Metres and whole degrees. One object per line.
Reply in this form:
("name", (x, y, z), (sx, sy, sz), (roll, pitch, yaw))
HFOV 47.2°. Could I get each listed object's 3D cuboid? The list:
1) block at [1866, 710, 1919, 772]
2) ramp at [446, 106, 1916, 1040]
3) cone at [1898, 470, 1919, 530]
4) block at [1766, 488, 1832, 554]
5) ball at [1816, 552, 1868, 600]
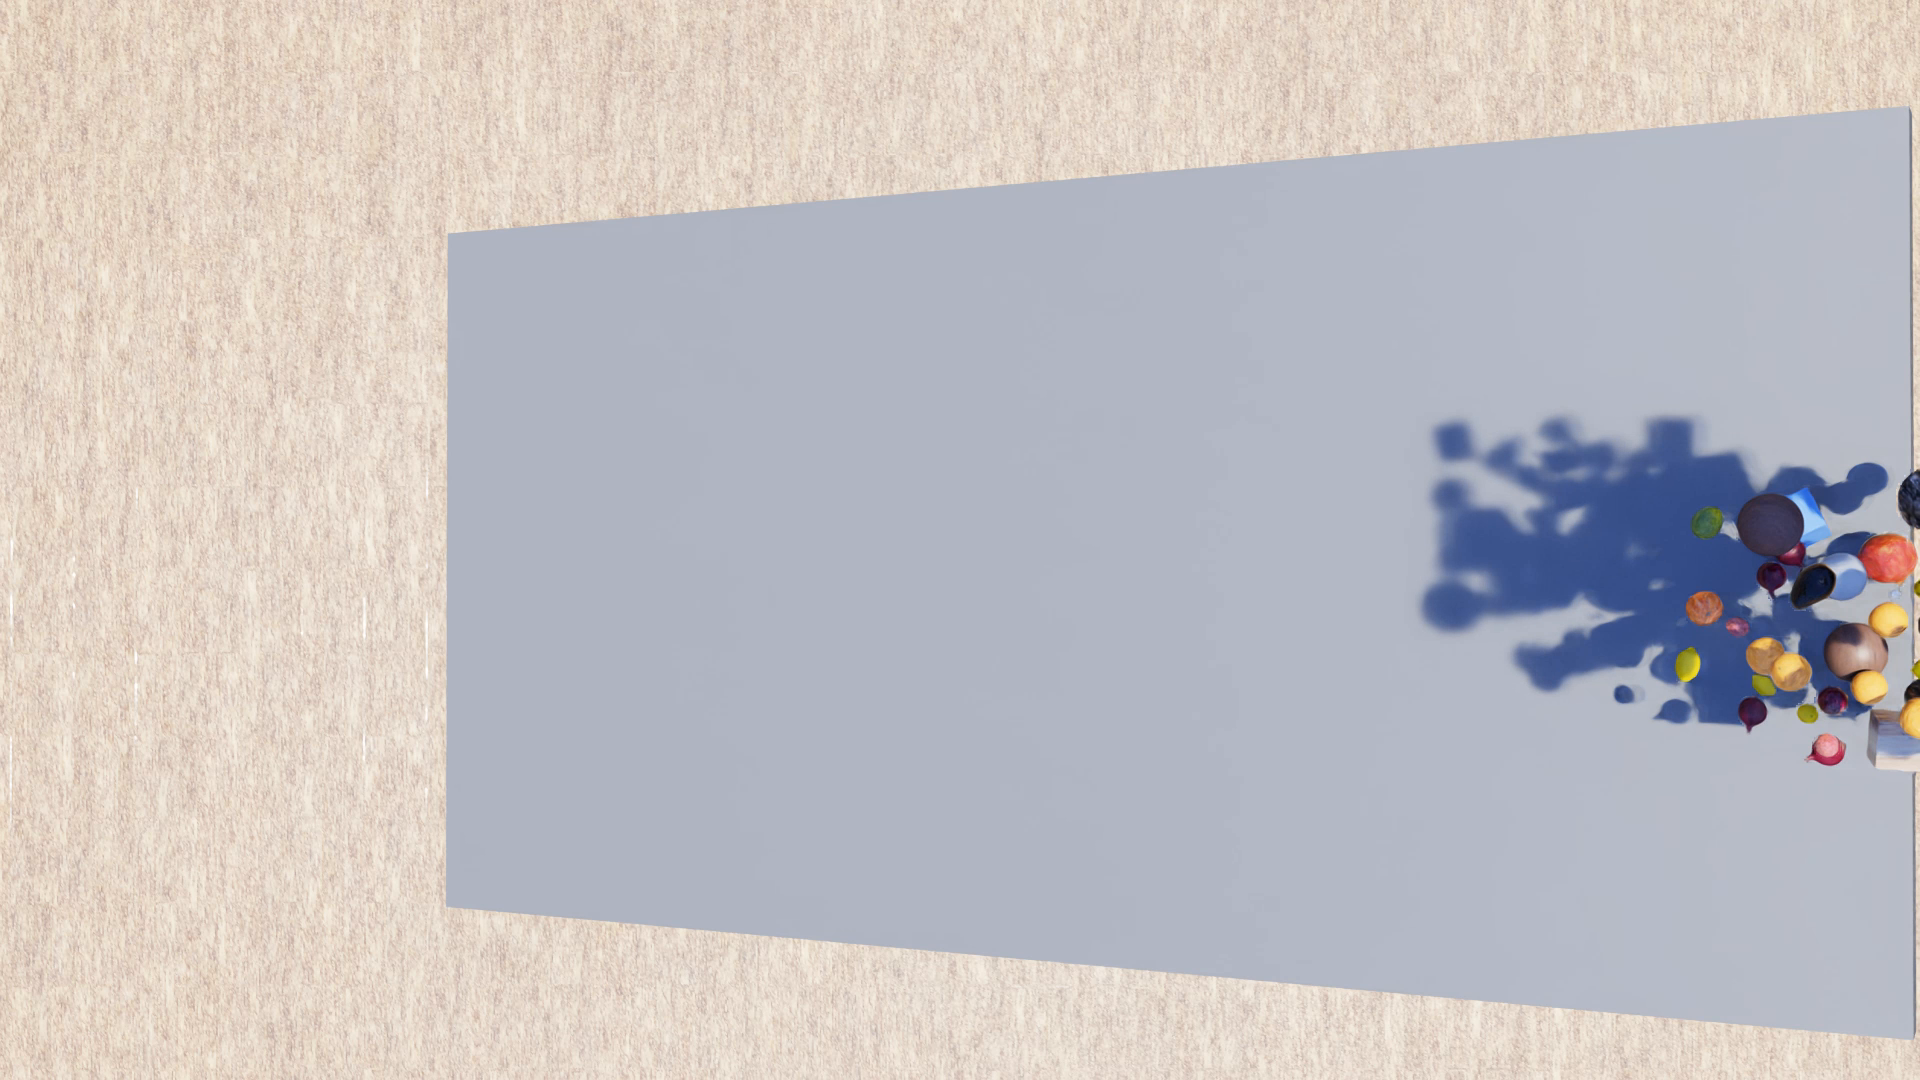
("block", (1.759, 0.375, 4.119), (0.091, 0.091, 0.091), (2, 100, 12))
("ramp", (0.278, 0.079, 5.662), (4.000, 0.100, 2.000), (0, 89, 27))
("cone", (1.521, -0.060, 3.397), (0.096, 0.096, 0.096), (6, 89, -32))
("block", (1.793, -0.041, 4.699), (0.091, 0.091, 0.091), (-28, 64, 20))
("ball", (1.647, 0.069, 4.108), (0.090, 0.090, 0.090), (0, 89, 0))
